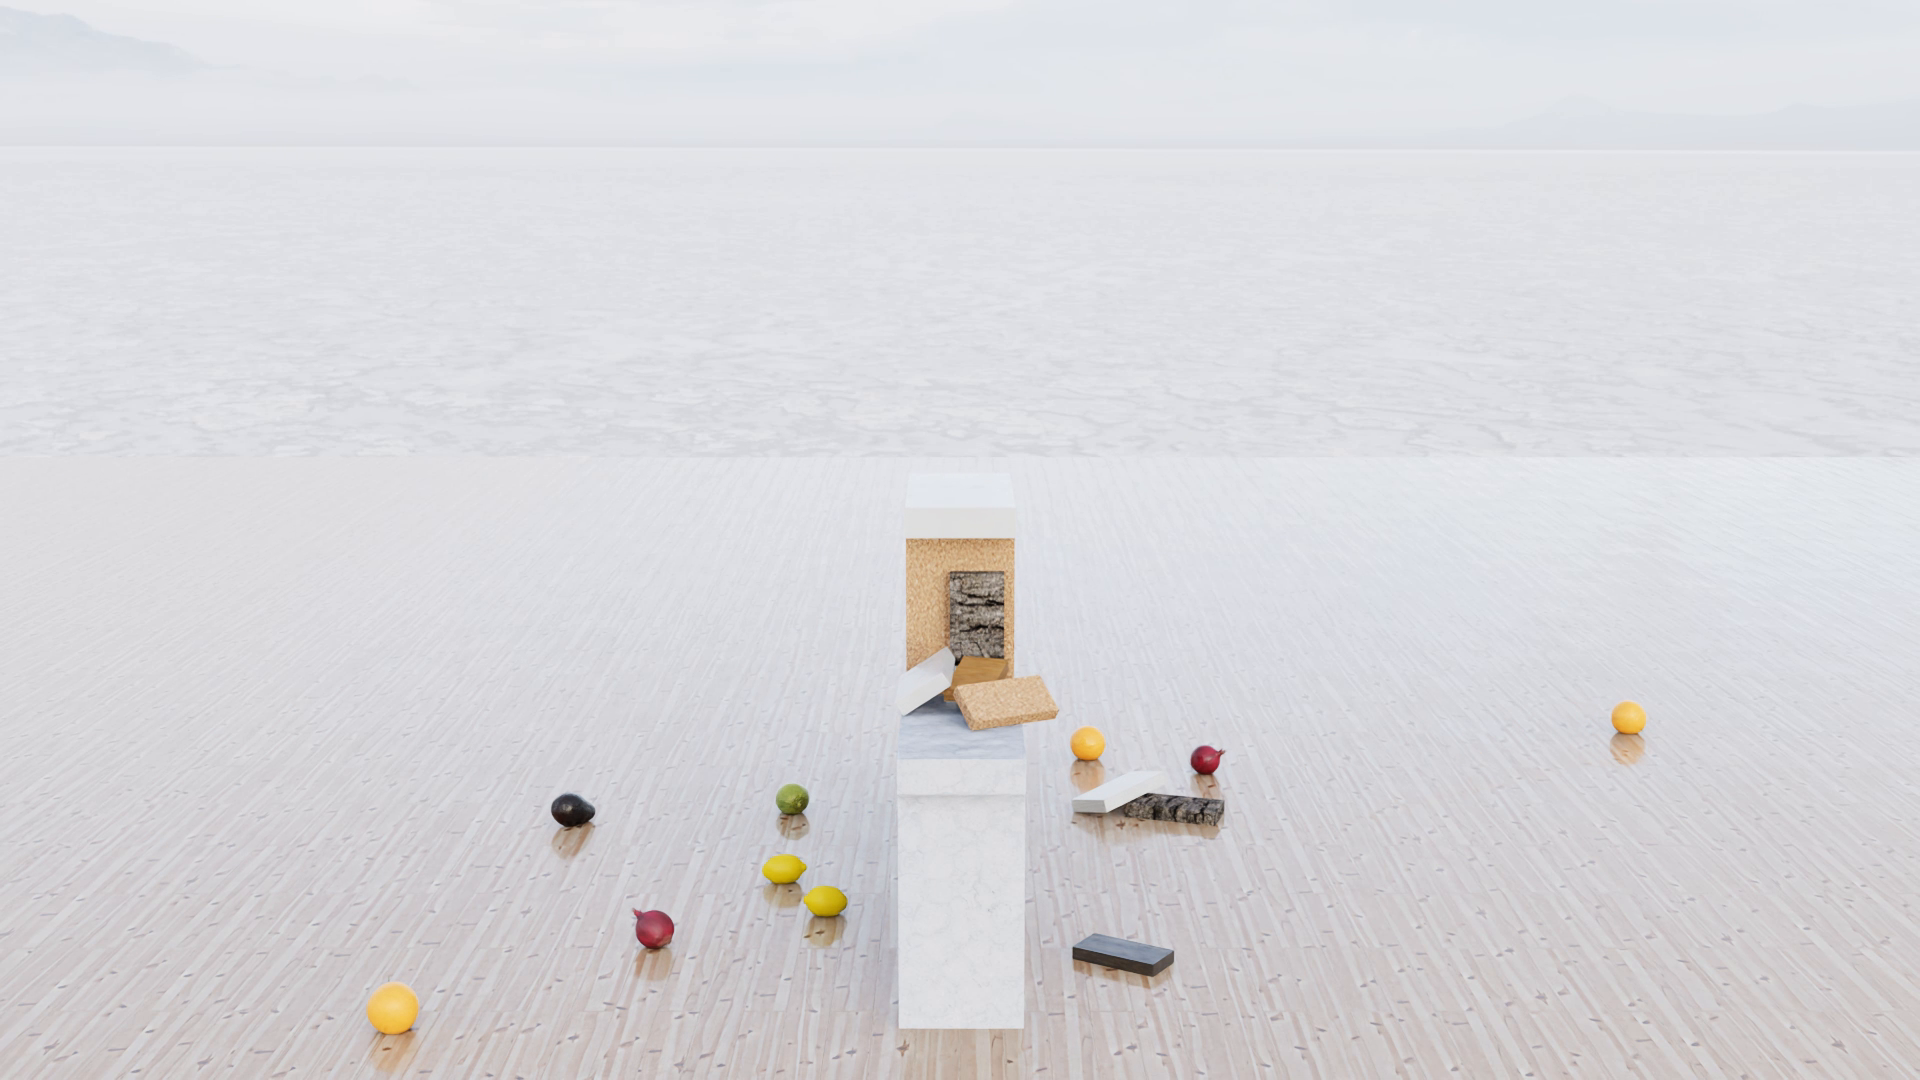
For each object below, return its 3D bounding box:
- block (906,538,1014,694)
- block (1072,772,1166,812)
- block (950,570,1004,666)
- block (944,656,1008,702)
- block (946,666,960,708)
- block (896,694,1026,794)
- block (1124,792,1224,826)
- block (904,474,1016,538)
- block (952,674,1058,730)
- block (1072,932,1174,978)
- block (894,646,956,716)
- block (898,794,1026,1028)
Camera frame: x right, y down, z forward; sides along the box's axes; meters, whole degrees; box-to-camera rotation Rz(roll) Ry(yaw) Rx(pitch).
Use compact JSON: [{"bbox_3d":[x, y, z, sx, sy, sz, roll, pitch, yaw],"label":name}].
[{"bbox_3d":[0.001,0.152,3.481,0.170,0.340,0.048,0,10,1],"label":"block"},{"bbox_3d":[0.299,0.473,4.133,0.171,0.024,0.086,-19,8,-42],"label":"block"},{"bbox_3d":[0.027,0.260,3.461,0.085,0.424,0.024,0,10,1],"label":"block"},{"bbox_3d":[0.026,0.209,3.297,0.070,0.020,0.140,3,17,11],"label":"block"},{"bbox_3d":[0.024,0.224,3.357,0.085,0.024,0.169,0,11,1],"label":"block"},{"bbox_3d":[0.002,0.293,3.189,0.177,0.050,0.355,0,11,0],"label":"block"},{"bbox_3d":[0.399,0.499,4.090,0.171,0.024,0.085,3,11,18],"label":"block"},{"bbox_3d":[0.000,-0.058,3.544,0.170,0.048,0.340,0,11,0],"label":"block"},{"bbox_3d":[0.067,0.236,3.201,0.139,0.020,0.070,-6,48,-28],"label":"block"},{"bbox_3d":[0.250,0.635,3.370,0.140,0.020,0.070,7,12,32],"label":"block"},{"bbox_3d":[-0.052,0.211,3.309,0.085,0.024,0.169,-33,8,7],"label":"block"},{"bbox_3d":[0.002,0.513,3.110,0.177,0.355,0.050,0,11,0],"label":"block"}]
